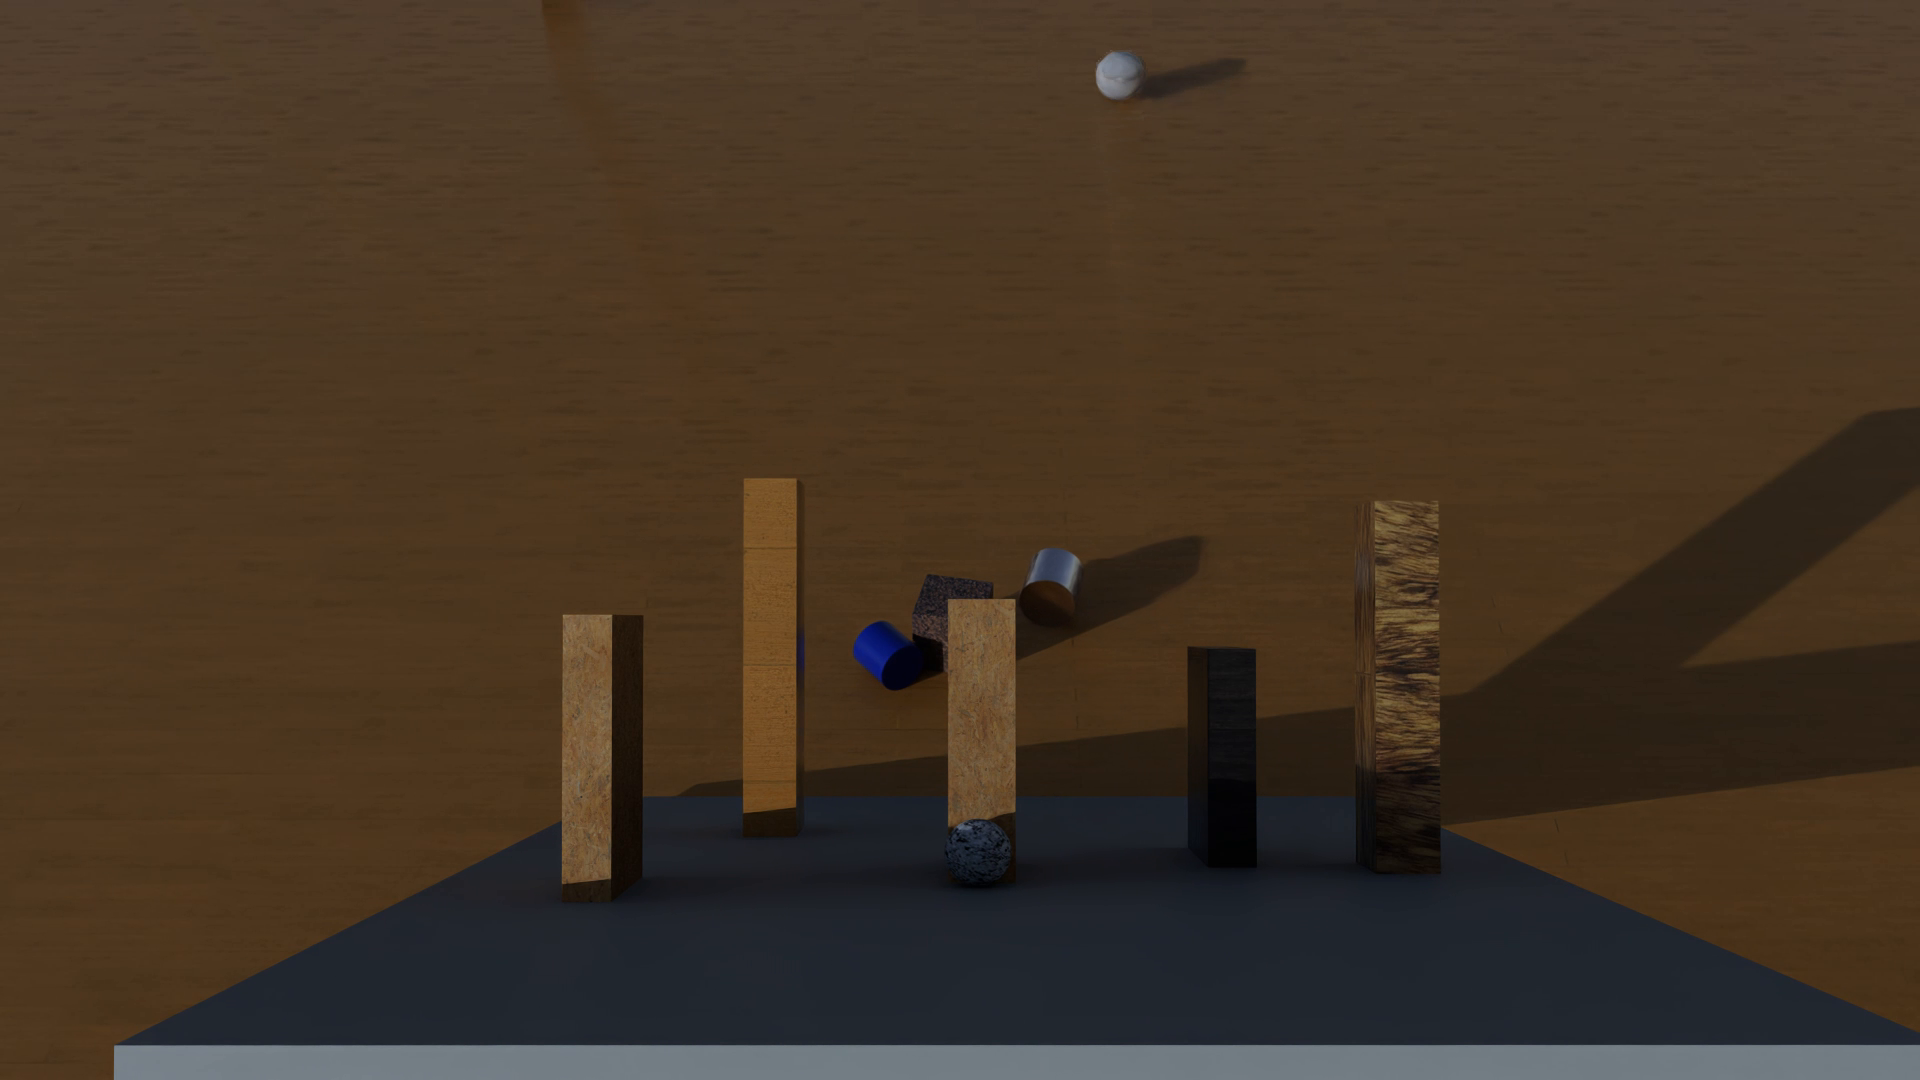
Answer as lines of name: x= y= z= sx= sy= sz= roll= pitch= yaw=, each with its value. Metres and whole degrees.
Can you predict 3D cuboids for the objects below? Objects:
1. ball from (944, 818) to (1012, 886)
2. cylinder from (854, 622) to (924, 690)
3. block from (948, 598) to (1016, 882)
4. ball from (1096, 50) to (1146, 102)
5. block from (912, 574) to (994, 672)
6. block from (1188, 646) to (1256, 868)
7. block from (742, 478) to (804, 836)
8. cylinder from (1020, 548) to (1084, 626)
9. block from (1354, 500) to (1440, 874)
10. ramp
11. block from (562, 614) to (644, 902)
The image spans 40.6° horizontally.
ball: x=0.031 y=0.545 z=4.528 sx=0.118 sy=0.118 sz=0.118 roll=0 pitch=35 yaw=0
cylinder: x=-0.203 y=0.327 z=7.344 sx=0.144 sy=0.144 sz=0.144 roll=-22 pitch=41 yaw=-29
block: x=0.039 y=0.361 z=4.793 sx=0.119 sy=0.501 sz=0.401 roll=0 pitch=-2 yaw=0
ball: x=0.645 y=-1.863 z=10.432 sx=0.201 sy=0.201 sz=0.201 roll=0 pitch=35 yaw=0
block: x=-0.019 y=0.243 z=7.420 sx=0.194 sy=0.194 sz=0.194 roll=7 pitch=36 yaw=10
block: x=0.511 y=0.416 z=5.090 sx=0.091 sy=0.410 sz=0.427 roll=0 pitch=-2 yaw=0
block: x=-0.408 y=0.256 z=5.719 sx=0.114 sy=0.768 sz=0.294 roll=0 pitch=-2 yaw=0
cylinder: x=0.270 y=0.138 z=7.595 sx=0.166 sy=0.166 sz=0.166 roll=6 pitch=35 yaw=9
block: x=0.819 y=0.273 z=4.876 sx=0.117 sy=0.682 sz=0.247 roll=0 pitch=-2 yaw=0
ramp: x=0.077 y=0.663 z=4.831 sx=2.000 sy=0.100 sz=4.000 roll=0 pitch=-2 yaw=0
block: x=-0.615 y=0.366 z=4.494 sx=0.081 sy=0.473 sz=0.424 roll=0 pitch=-2 yaw=0
